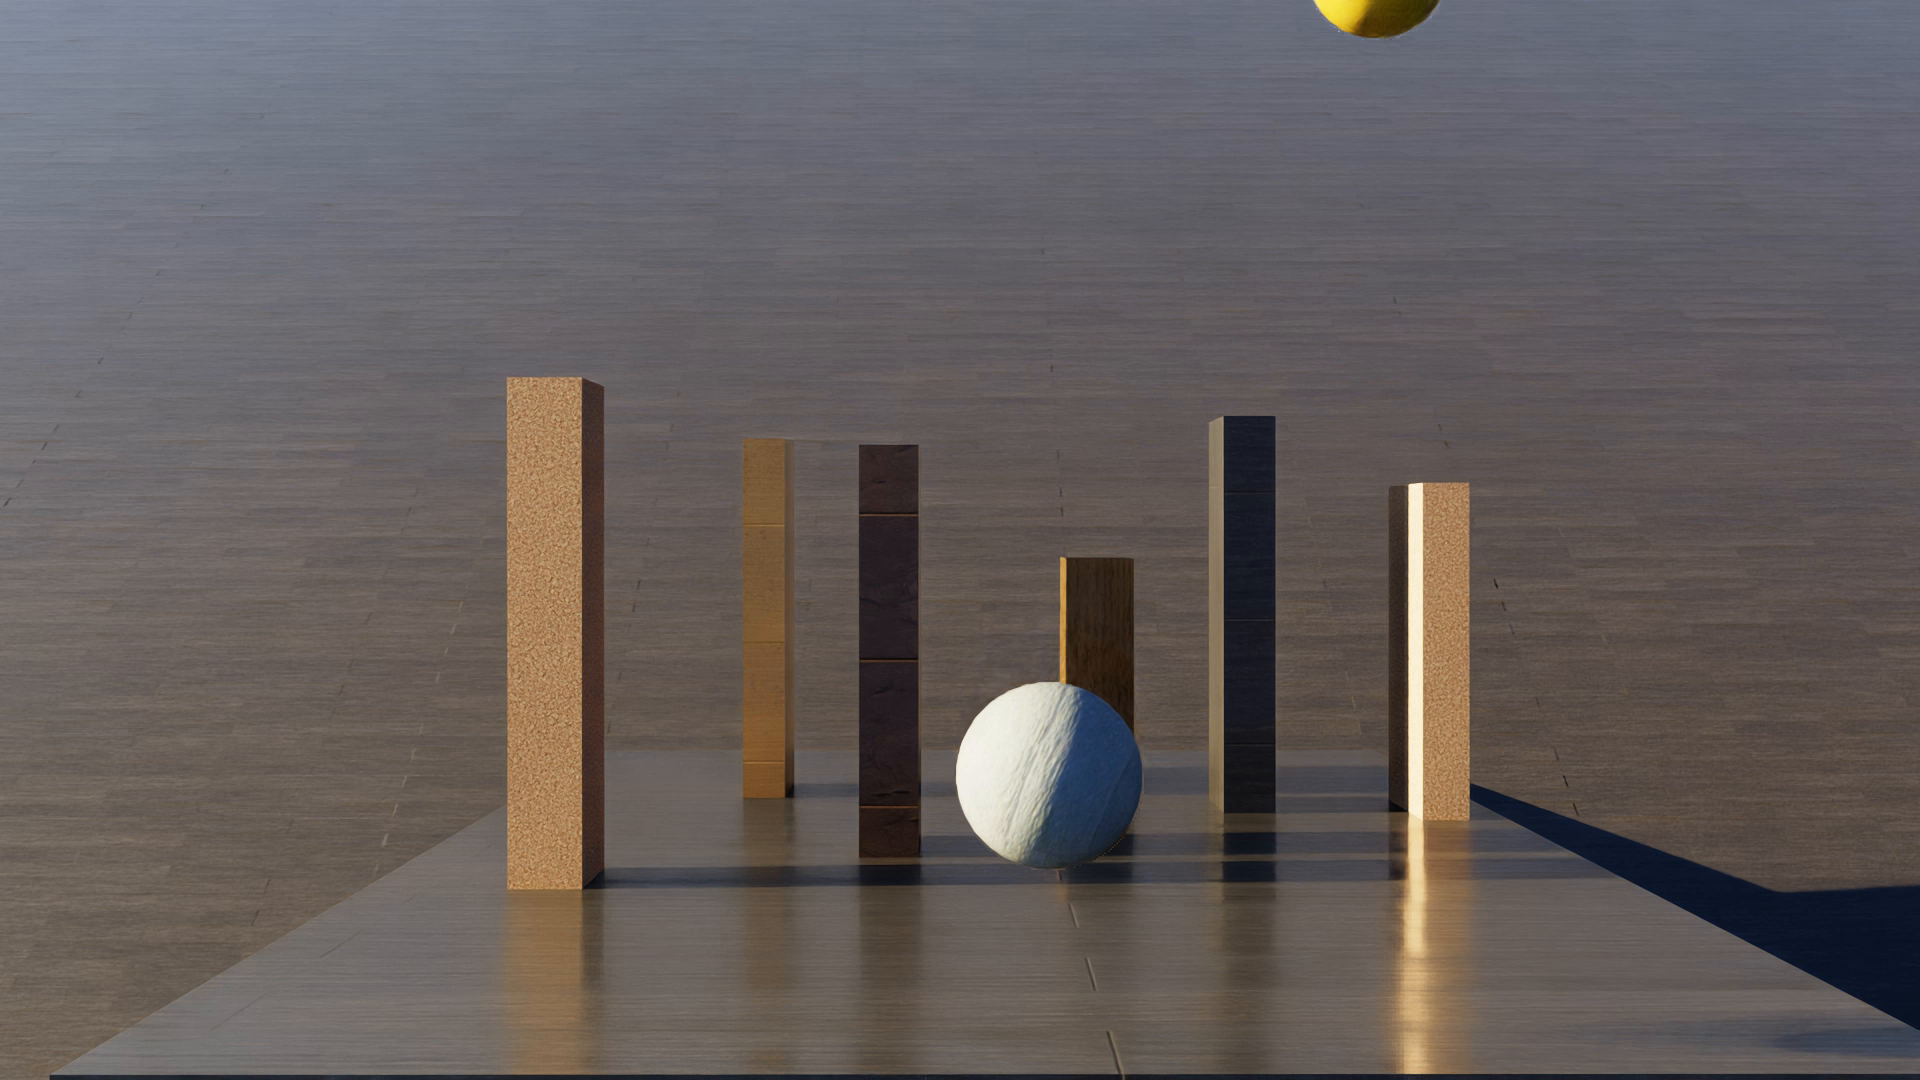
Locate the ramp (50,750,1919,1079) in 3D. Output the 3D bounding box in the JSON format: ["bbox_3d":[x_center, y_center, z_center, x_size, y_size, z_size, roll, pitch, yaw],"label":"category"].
[{"bbox_3d":[0.066,0.594,4.648,2.000,0.100,4.000,0,0,0],"label":"ramp"}]

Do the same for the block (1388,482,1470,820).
[{"bbox_3d":[0.940,0.216,5.204,0.090,0.653,0.395,0,0,0],"label":"block"}]

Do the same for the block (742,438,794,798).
[{"bbox_3d":[-0.413,0.164,5.599,0.088,0.756,0.308,0,0,0],"label":"block"}]

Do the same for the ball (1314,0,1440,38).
[{"bbox_3d":[0.407,-0.560,2.522,0.140,0.140,0.140,0,30,0],"label":"ball"}]

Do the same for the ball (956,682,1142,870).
[{"bbox_3d":[0.097,0.256,2.820,0.203,0.203,0.203,0,30,0],"label":"ball"}]

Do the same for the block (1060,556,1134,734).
[{"bbox_3d":[0.312,0.291,5.940,0.147,0.501,0.393,0,0,0],"label":"block"}]

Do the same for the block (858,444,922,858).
[{"bbox_3d":[-0.122,0.190,4.588,0.102,0.707,0.316,0,0,0],"label":"block"}]

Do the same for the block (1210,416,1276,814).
[{"bbox_3d":[0.575,0.148,5.284,0.103,0.789,0.297,0,0,0],"label":"block"}]

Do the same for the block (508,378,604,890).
[{"bbox_3d":[-0.648,0.145,4.163,0.116,0.799,0.255,0,0,0],"label":"block"}]
